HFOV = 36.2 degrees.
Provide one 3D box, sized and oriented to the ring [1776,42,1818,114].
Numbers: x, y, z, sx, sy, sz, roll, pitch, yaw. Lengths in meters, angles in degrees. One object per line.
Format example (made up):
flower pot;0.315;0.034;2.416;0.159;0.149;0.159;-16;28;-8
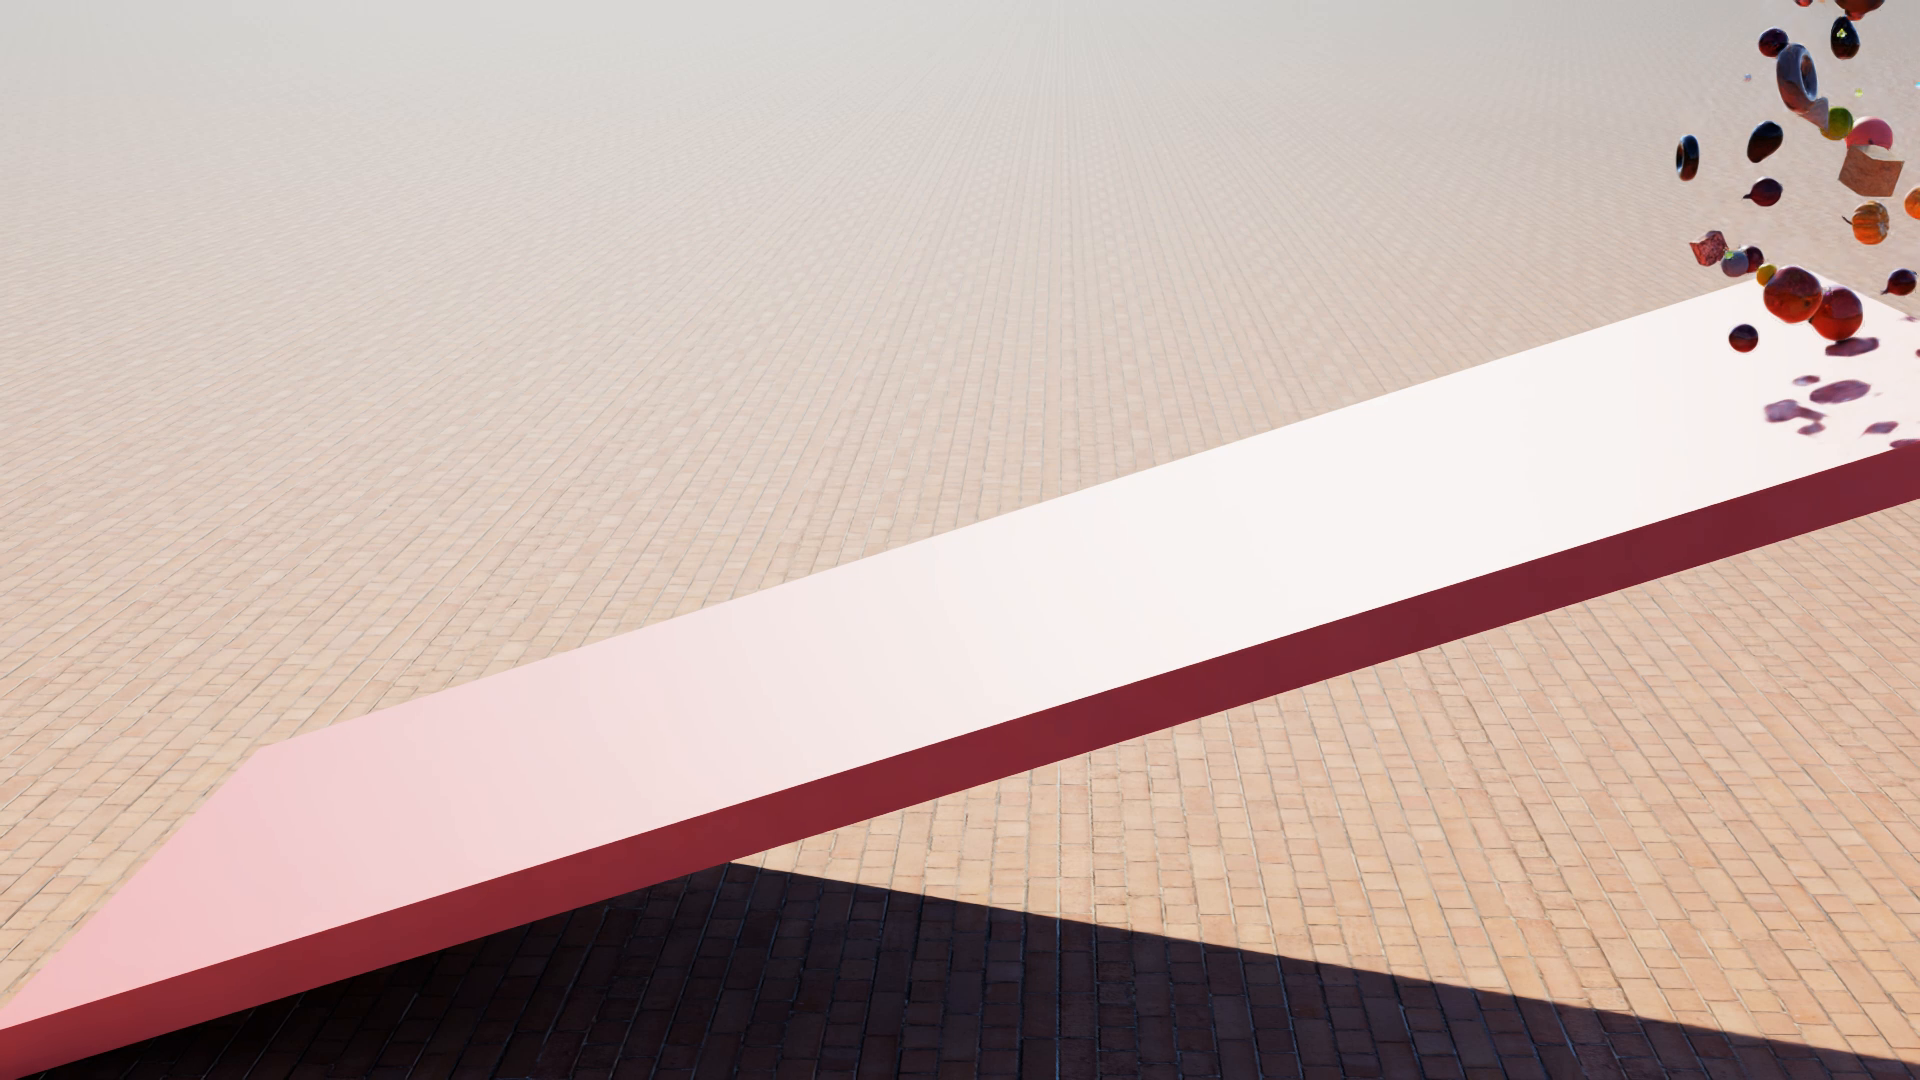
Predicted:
ring;1.638;-0.903;5.754;0.047;0.141;0.141;-8;5;35

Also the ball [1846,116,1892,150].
ball;1.897;-0.837;6.137;0.095;0.095;0.095;0;12;0

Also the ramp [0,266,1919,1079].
ramp;0.102;0.182;6.309;4.000;0.100;2.000;-17;11;5

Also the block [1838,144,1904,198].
block;1.810;-0.734;5.845;0.078;0.078;0.078;1;30;-22

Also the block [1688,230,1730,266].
block;1.554;-0.605;6.093;0.054;0.054;0.054;-29;12;-2

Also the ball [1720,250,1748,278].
ball;1.539;-0.548;5.844;0.054;0.054;0.054;0;12;0

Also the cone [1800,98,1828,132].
cone;1.721;-0.839;5.876;0.064;0.064;0.064;-21;-21;-8
